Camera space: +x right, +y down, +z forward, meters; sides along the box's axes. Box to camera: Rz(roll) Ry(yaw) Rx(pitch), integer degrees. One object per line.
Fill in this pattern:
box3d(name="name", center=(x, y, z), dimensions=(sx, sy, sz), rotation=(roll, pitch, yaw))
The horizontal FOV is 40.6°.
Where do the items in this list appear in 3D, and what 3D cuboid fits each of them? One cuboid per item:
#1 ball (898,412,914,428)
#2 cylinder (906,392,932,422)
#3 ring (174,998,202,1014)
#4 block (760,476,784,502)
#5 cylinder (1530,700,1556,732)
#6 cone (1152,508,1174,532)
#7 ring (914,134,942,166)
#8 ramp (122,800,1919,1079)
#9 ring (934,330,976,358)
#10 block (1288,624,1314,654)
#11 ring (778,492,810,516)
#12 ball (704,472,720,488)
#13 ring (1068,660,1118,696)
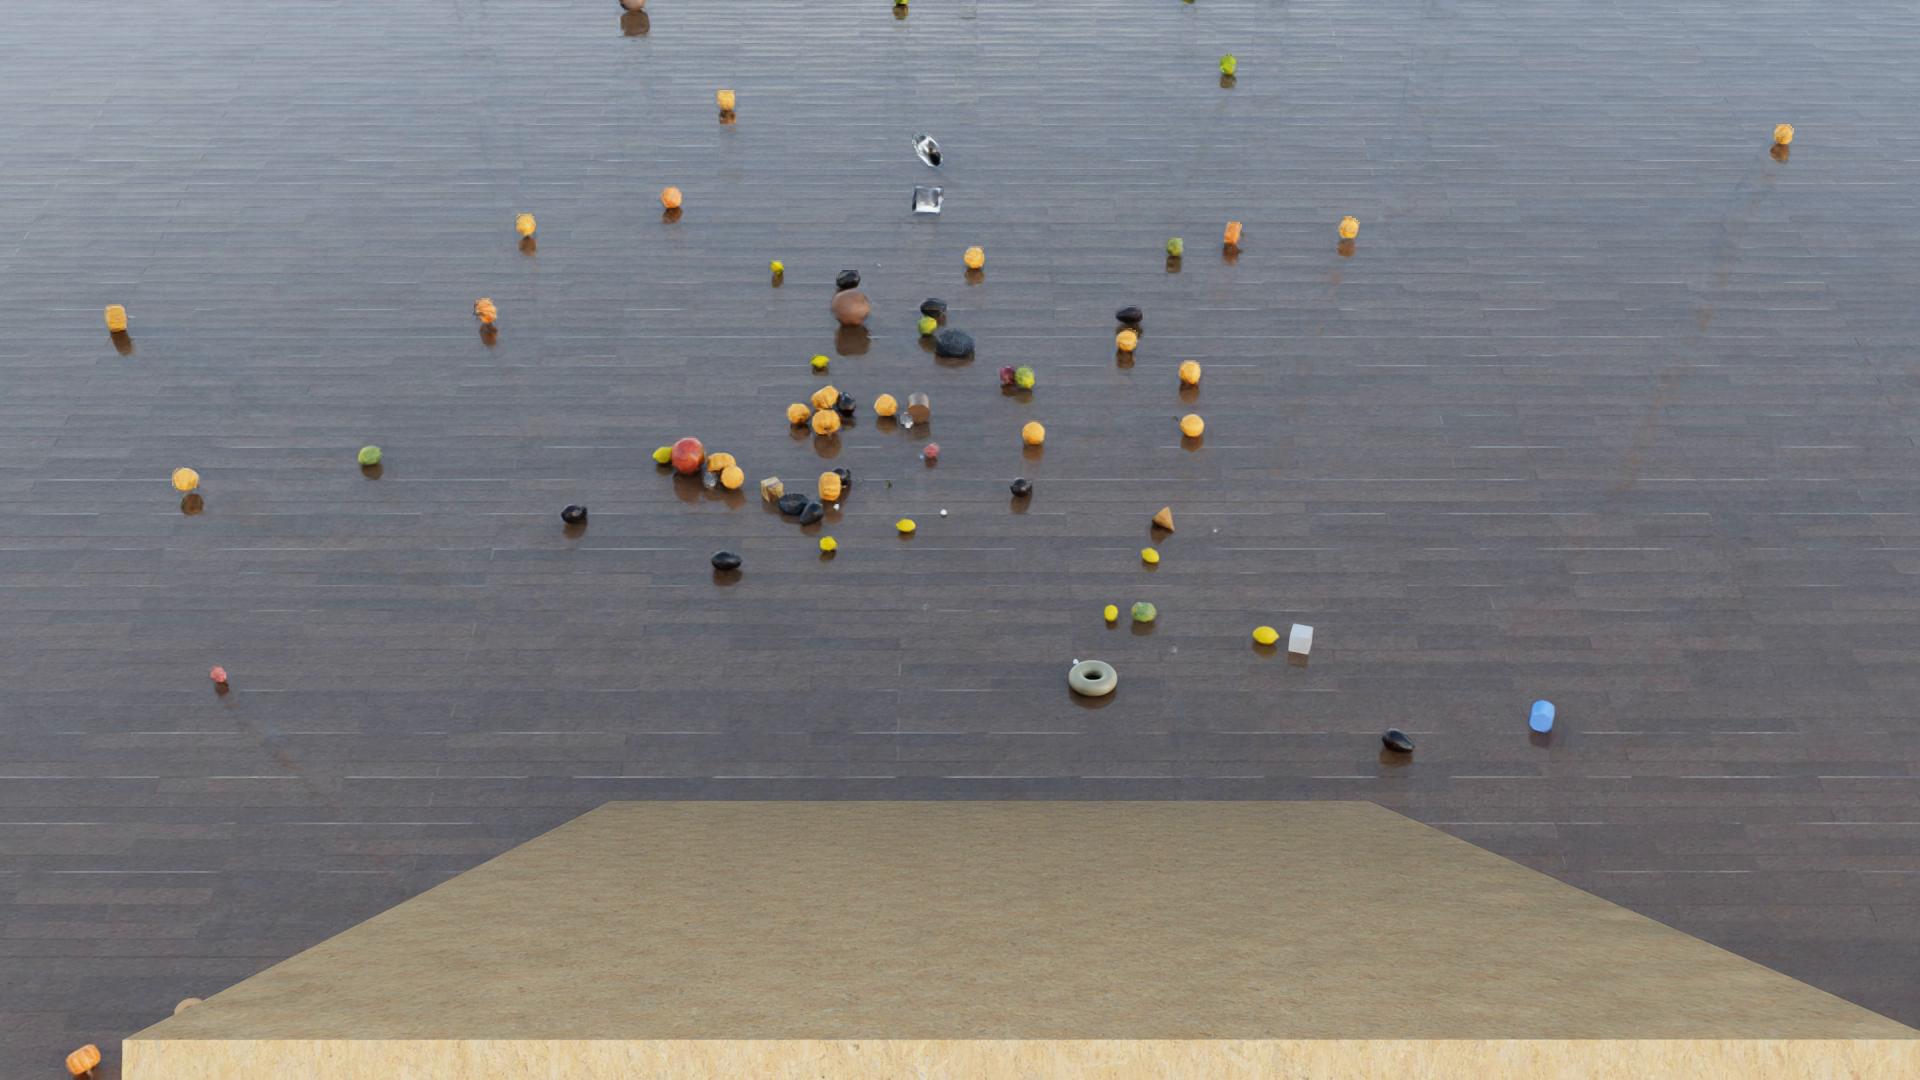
box3d(name="ball", center=(-0.174, -0.389, 8.461), dimensions=(0.050, 0.050, 0.050), rotation=(0, 35, 0))
box3d(name="cylinder", center=(-0.135, -0.434, 8.505), dimensions=(0.073, 0.073, 0.073), rotation=(-4, 47, -6))
box3d(name="ring", center=(-1.875, 1.147, 6.329), dimensions=(0.077, 0.026, 0.077), rotation=(-1, 36, 1))
box3d(name="block", center=(-0.588, -0.158, 8.137), dimensions=(0.051, 0.051, 0.051), rotation=(-20, 40, -26))
box3d(name="cylinder", center=(1.619, 0.490, 7.219), dimensions=(0.062, 0.062, 0.062), rotation=(10, 37, 14))
box3d(name="cone", center=(0.639, -0.051, 8.004), dimensions=(0.069, 0.069, 0.069), rotation=(-28, 74, -33))
box3d(name="ring", center=(-0.123, -1.489, 9.921), dimensions=(0.048, 0.143, 0.143), rotation=(-37, 47, -14))
box3d(name="ramp", center=(0.078, 0.669, 4.856), dimensions=(2.000, 0.100, 4.000), rotation=(0, -2, 0))
box3d(name="ring", center=(-0.017, -0.668, 8.856), dimensions=(0.139, 0.046, 0.139), rotation=(1, 36, -1))
box3d(name="block", center=(0.985, 0.286, 7.509), dimensions=(0.057, 0.057, 0.057), rotation=(10, 37, 14))
box3d(name="ring", center=(-0.517, -0.112, 8.089), dimensions=(0.098, 0.033, 0.098), rotation=(1, 36, -1))
box3d(name="ball", center=(-0.783, -0.188, 8.178), dimensions=(0.051, 0.051, 0.051), rotation=(0, 35, 0))
box3d(name="ring", center=(0.377, 0.392, 7.370), dimensions=(0.140, 0.047, 0.140), rotation=(0, 34, 0))
